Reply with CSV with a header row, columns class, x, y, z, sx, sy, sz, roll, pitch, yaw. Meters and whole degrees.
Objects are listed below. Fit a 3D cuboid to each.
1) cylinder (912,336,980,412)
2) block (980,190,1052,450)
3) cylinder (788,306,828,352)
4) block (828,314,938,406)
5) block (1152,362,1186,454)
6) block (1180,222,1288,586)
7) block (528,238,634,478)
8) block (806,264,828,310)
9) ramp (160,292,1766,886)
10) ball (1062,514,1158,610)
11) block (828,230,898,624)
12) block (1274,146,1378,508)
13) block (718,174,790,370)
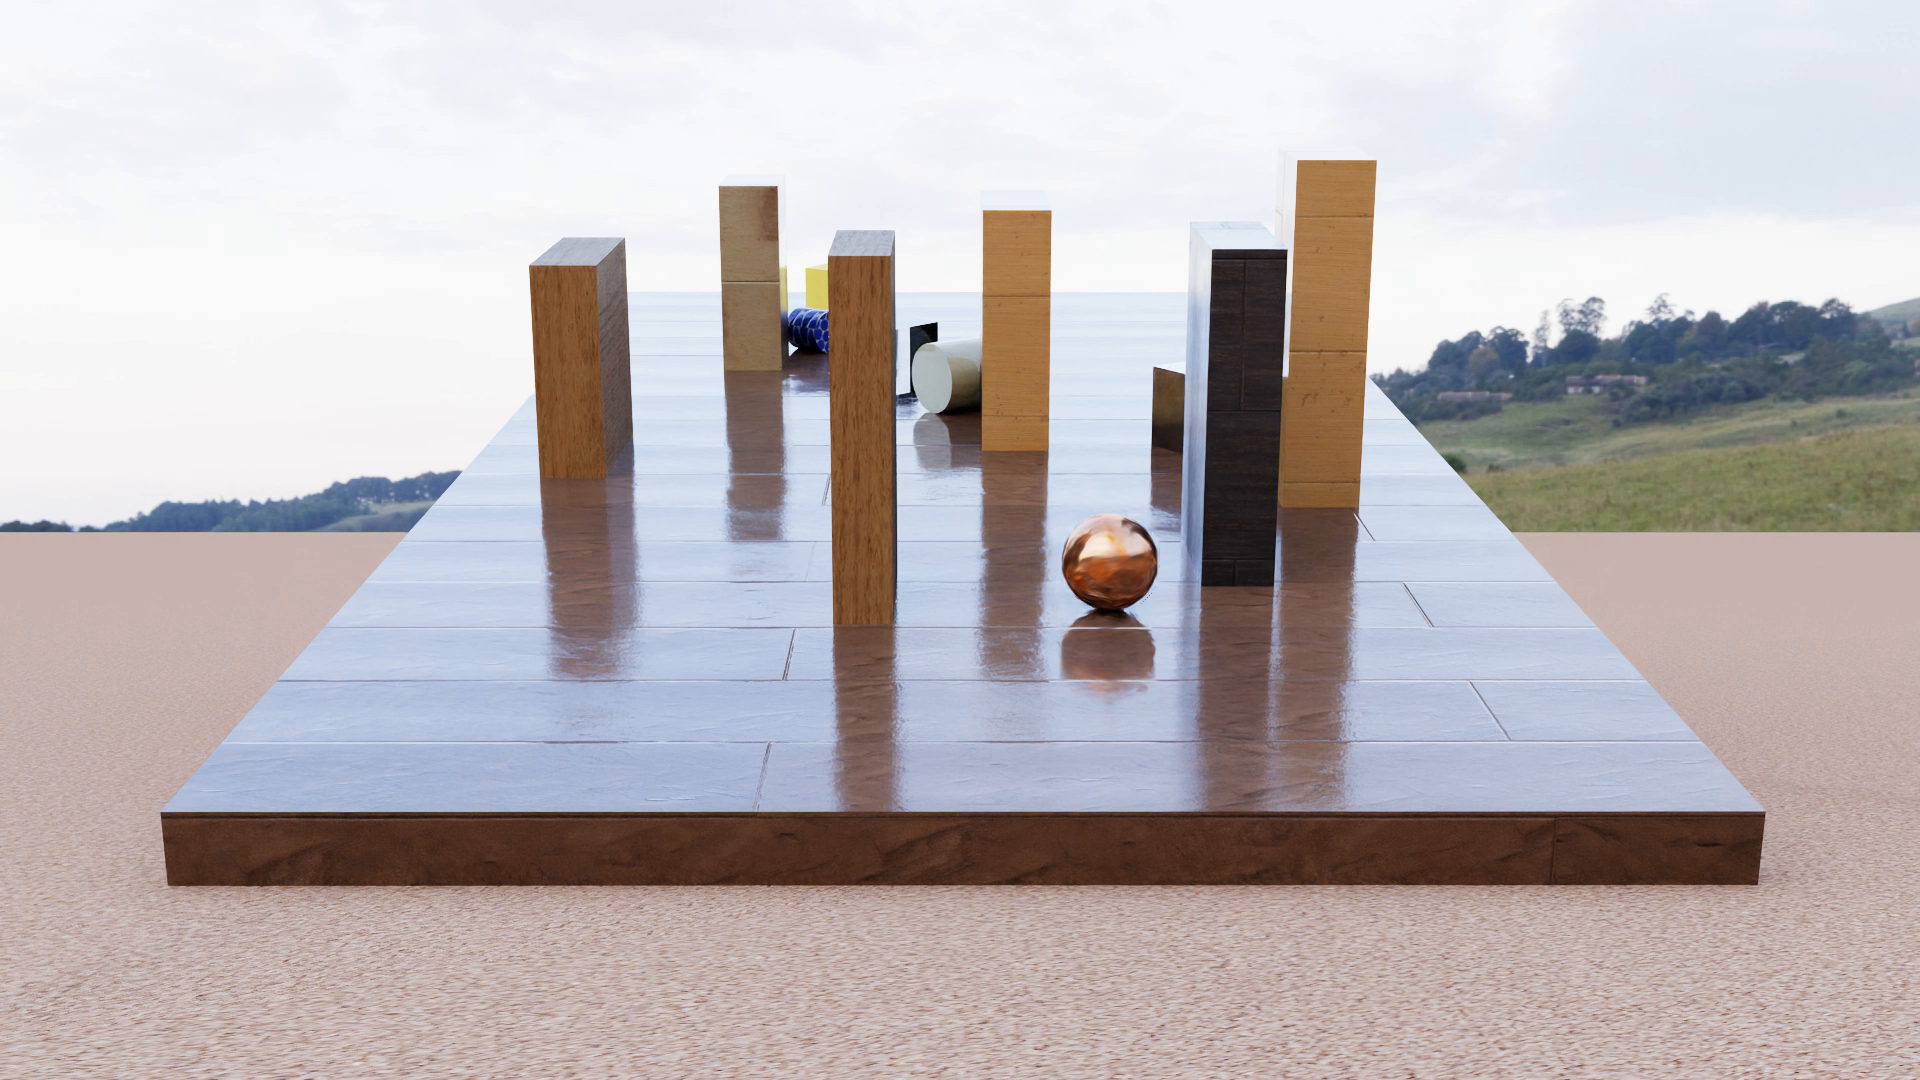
class,x,y,z,sx,sy,sz,roll,pitch,yaw
cylinder,0.001,-0.376,4.996,0.158,0.158,0.158,-11,7,-34
block,0.116,-0.477,4.716,0.141,0.503,0.354,0,16,0
cylinder,-0.374,-0.543,5.682,0.107,0.107,0.107,13,9,39
block,-0.177,-0.417,5.101,0.179,0.179,0.179,15,21,42
block,0.524,-0.278,4.625,0.170,0.170,0.170,-11,19,-34
block,0.463,-0.240,3.760,0.122,0.564,0.338,0,16,0
block,-0.772,-0.382,4.518,0.131,0.425,0.396,0,16,0
block,-0.332,-0.692,6.148,0.142,0.142,0.142,10,18,31
ramp,-0.002,-0.154,4.682,2.000,0.100,4.000,0,16,0
ball,0.240,0.035,3.534,0.156,0.156,0.156,0,0,0
block,-0.153,-0.187,3.536,0.095,0.582,0.288,0,16,0
block,0.683,-0.409,4.200,0.145,0.652,0.245,0,16,0
block,-0.512,-0.671,5.500,0.144,0.453,0.254,0,16,0
